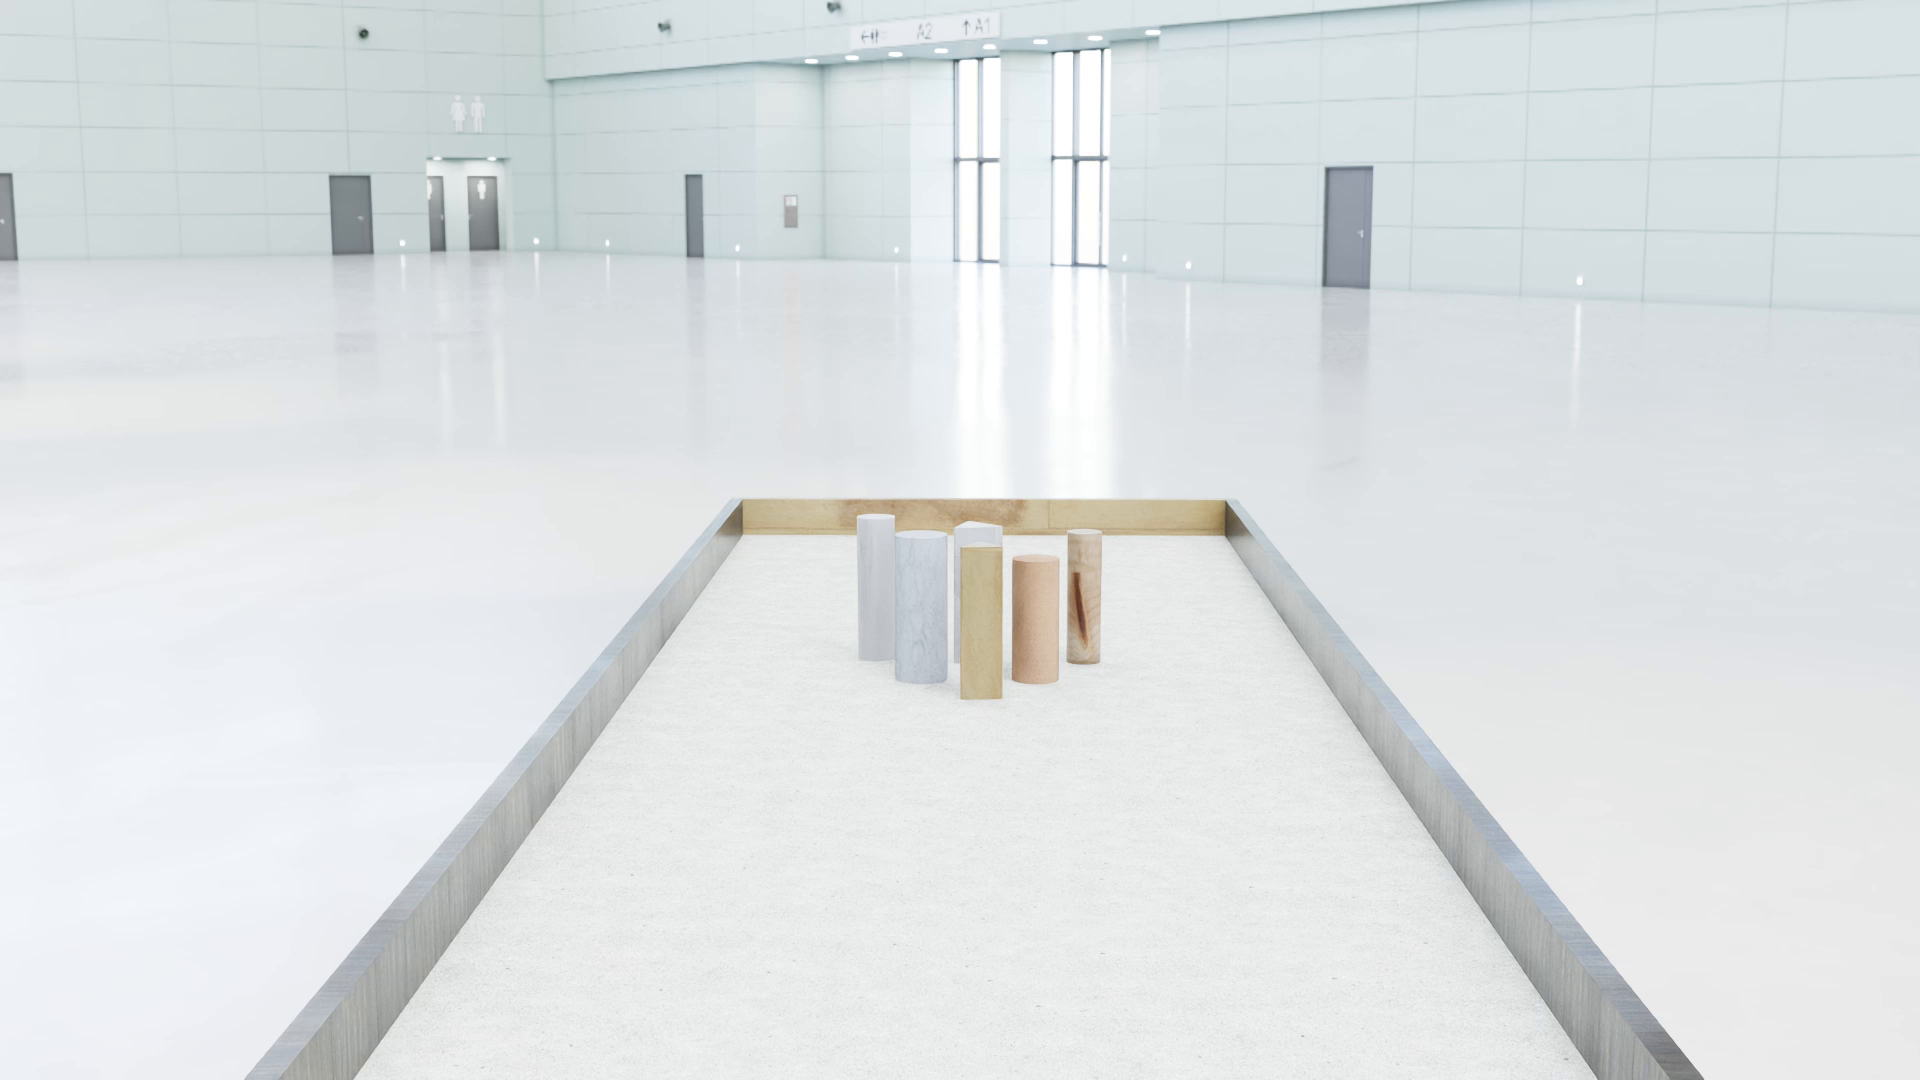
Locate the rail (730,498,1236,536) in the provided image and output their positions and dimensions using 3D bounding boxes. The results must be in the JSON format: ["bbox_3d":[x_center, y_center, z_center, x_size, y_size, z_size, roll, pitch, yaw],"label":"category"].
[{"bbox_3d":[0.099,-0.098,9.147,2.100,0.150,0.050,0,9,1],"label":"rail"}]

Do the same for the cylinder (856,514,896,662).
[{"bbox_3d":[-0.255,0.144,6.707,0.116,0.436,0.116,0,9,0],"label":"cylinder"}]

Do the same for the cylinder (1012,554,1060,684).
[{"bbox_3d":[0.220,0.230,6.411,0.138,0.359,0.138,0,9,0],"label":"cylinder"}]

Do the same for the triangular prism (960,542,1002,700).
[{"bbox_3d":[0.057,0.225,6.200,0.117,0.434,0.102,-1,9,-5],"label":"triangular prism"}]

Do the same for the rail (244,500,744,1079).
[{"bbox_3d":[-1.004,0.839,3.234,0.050,0.150,12.000,0,9,1],"label":"rail"}]

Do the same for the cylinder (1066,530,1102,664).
[{"bbox_3d":[0.375,0.172,6.654,0.105,0.398,0.105,0,9,0],"label":"cylinder"}]

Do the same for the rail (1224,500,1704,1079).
[{"bbox_3d":[1.046,0.843,3.208,0.050,0.150,12.000,0,9,1],"label":"rail"}]

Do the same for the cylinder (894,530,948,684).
[{"bbox_3d":[-0.113,0.195,6.413,0.154,0.428,0.154,0,9,0],"label":"cylinder"}]

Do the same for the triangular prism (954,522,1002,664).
[{"bbox_3d":[0.041,0.156,6.704,0.148,0.413,0.128,-2,9,-13],"label":"triangular prism"}]
